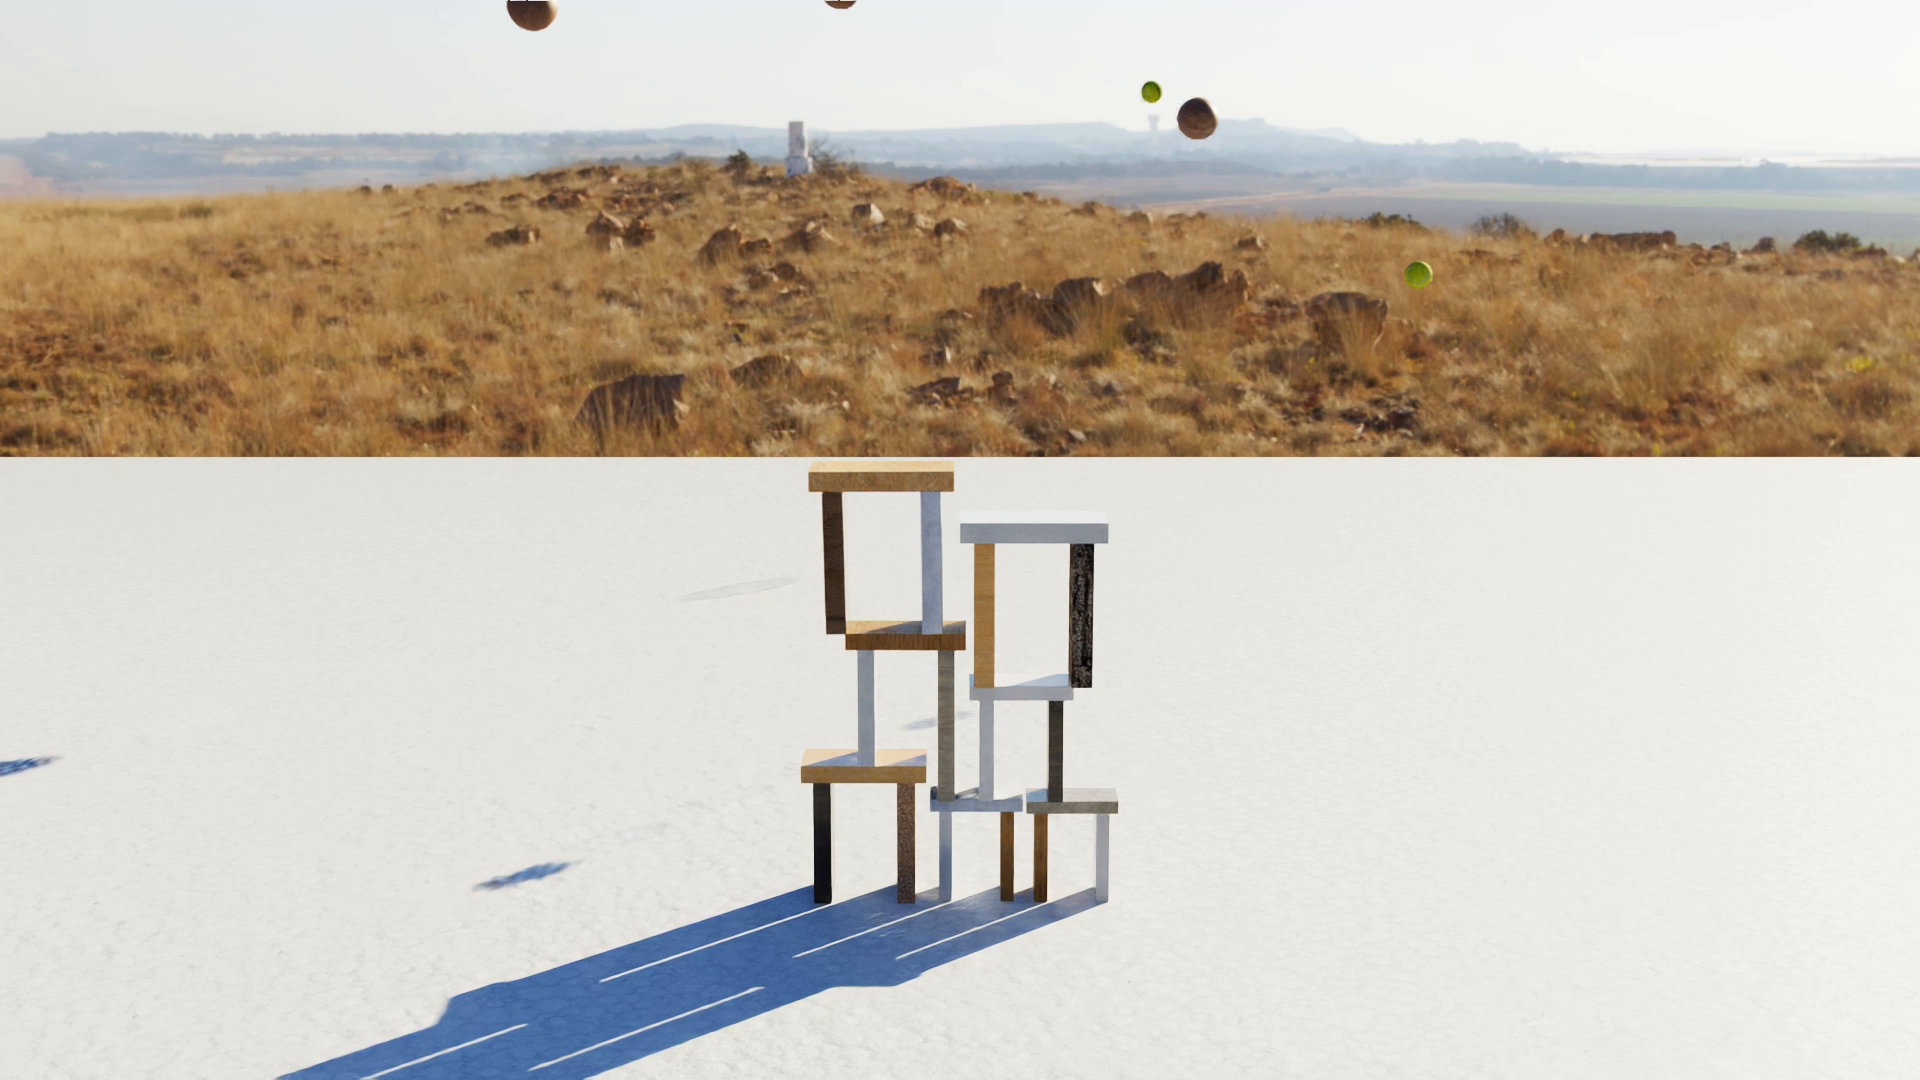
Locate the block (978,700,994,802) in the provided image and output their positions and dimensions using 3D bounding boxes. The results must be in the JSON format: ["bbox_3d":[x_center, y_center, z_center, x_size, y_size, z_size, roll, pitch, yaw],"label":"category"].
[{"bbox_3d":[0.043,0.336,3.618,0.024,0.169,0.085,0,10,0],"label":"block"}]

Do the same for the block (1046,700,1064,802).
[{"bbox_3d":[0.156,0.337,3.618,0.024,0.171,0.085,0,11,0],"label":"block"}]

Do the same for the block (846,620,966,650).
[{"bbox_3d":[-0.087,0.155,3.586,0.194,0.028,0.097,0,11,0],"label":"block"}]

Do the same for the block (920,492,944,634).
[{"bbox_3d":[-0.045,0.027,3.566,0.033,0.231,0.116,-1,11,0],"label":"block"}]

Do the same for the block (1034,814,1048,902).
[{"bbox_3d":[0.134,0.516,3.652,0.021,0.151,0.076,0,11,0],"label":"block"}]

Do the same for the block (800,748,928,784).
[{"bbox_3d":[-0.157,0.373,3.633,0.205,0.029,0.103,0,11,0],"label":"block"}]

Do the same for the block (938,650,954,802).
[{"bbox_3d":[-0.022,0.294,3.612,0.028,0.254,0.097,0,11,0],"label":"block"}]

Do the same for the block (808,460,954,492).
[{"bbox_3d":[-0.125,-0.103,3.543,0.231,0.033,0.116,0,11,0],"label":"block"}]

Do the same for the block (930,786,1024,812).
[{"bbox_3d":[0.027,0.428,3.641,0.153,0.022,0.077,0,11,0],"label":"block"}]

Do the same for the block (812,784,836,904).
[{"bbox_3d":[-0.225,0.488,3.654,0.029,0.205,0.103,0,11,0],"label":"block"}]

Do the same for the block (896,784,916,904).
[{"bbox_3d":[-0.089,0.488,3.654,0.029,0.205,0.103,0,11,0],"label":"block"}]

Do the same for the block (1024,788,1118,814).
[{"bbox_3d":[0.184,0.431,3.636,0.151,0.021,0.076,0,11,0],"label":"block"}]

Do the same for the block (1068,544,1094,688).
[{"bbox_3d":[0.197,0.112,3.581,0.034,0.237,0.118,0,11,0],"label":"block"}]

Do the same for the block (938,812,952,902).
[{"bbox_3d":[-0.024,0.514,3.657,0.022,0.153,0.077,0,11,0],"label":"block"}]

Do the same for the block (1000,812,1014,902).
[{"bbox_3d":[0.078,0.514,3.657,0.022,0.153,0.077,0,11,0],"label":"block"}]

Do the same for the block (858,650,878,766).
[{"bbox_3d":[-0.152,0.264,3.607,0.028,0.194,0.097,0,11,0],"label":"block"}]

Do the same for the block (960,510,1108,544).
[{"bbox_3d":[0.118,-0.021,3.557,0.237,0.034,0.118,0,11,0],"label":"block"}]

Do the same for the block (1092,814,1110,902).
[{"bbox_3d":[0.234,0.516,3.652,0.021,0.151,0.076,0,11,0],"label":"block"}]

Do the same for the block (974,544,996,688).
[{"bbox_3d":[0.039,0.112,3.582,0.034,0.237,0.118,0,11,0],"label":"block"}]

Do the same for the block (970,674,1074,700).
[{"bbox_3d":[0.100,0.241,3.601,0.169,0.024,0.085,0,11,0],"label":"block"}]

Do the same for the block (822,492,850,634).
[{"bbox_3d":[-0.201,0.028,3.567,0.033,0.231,0.116,-1,11,1],"label":"block"}]
